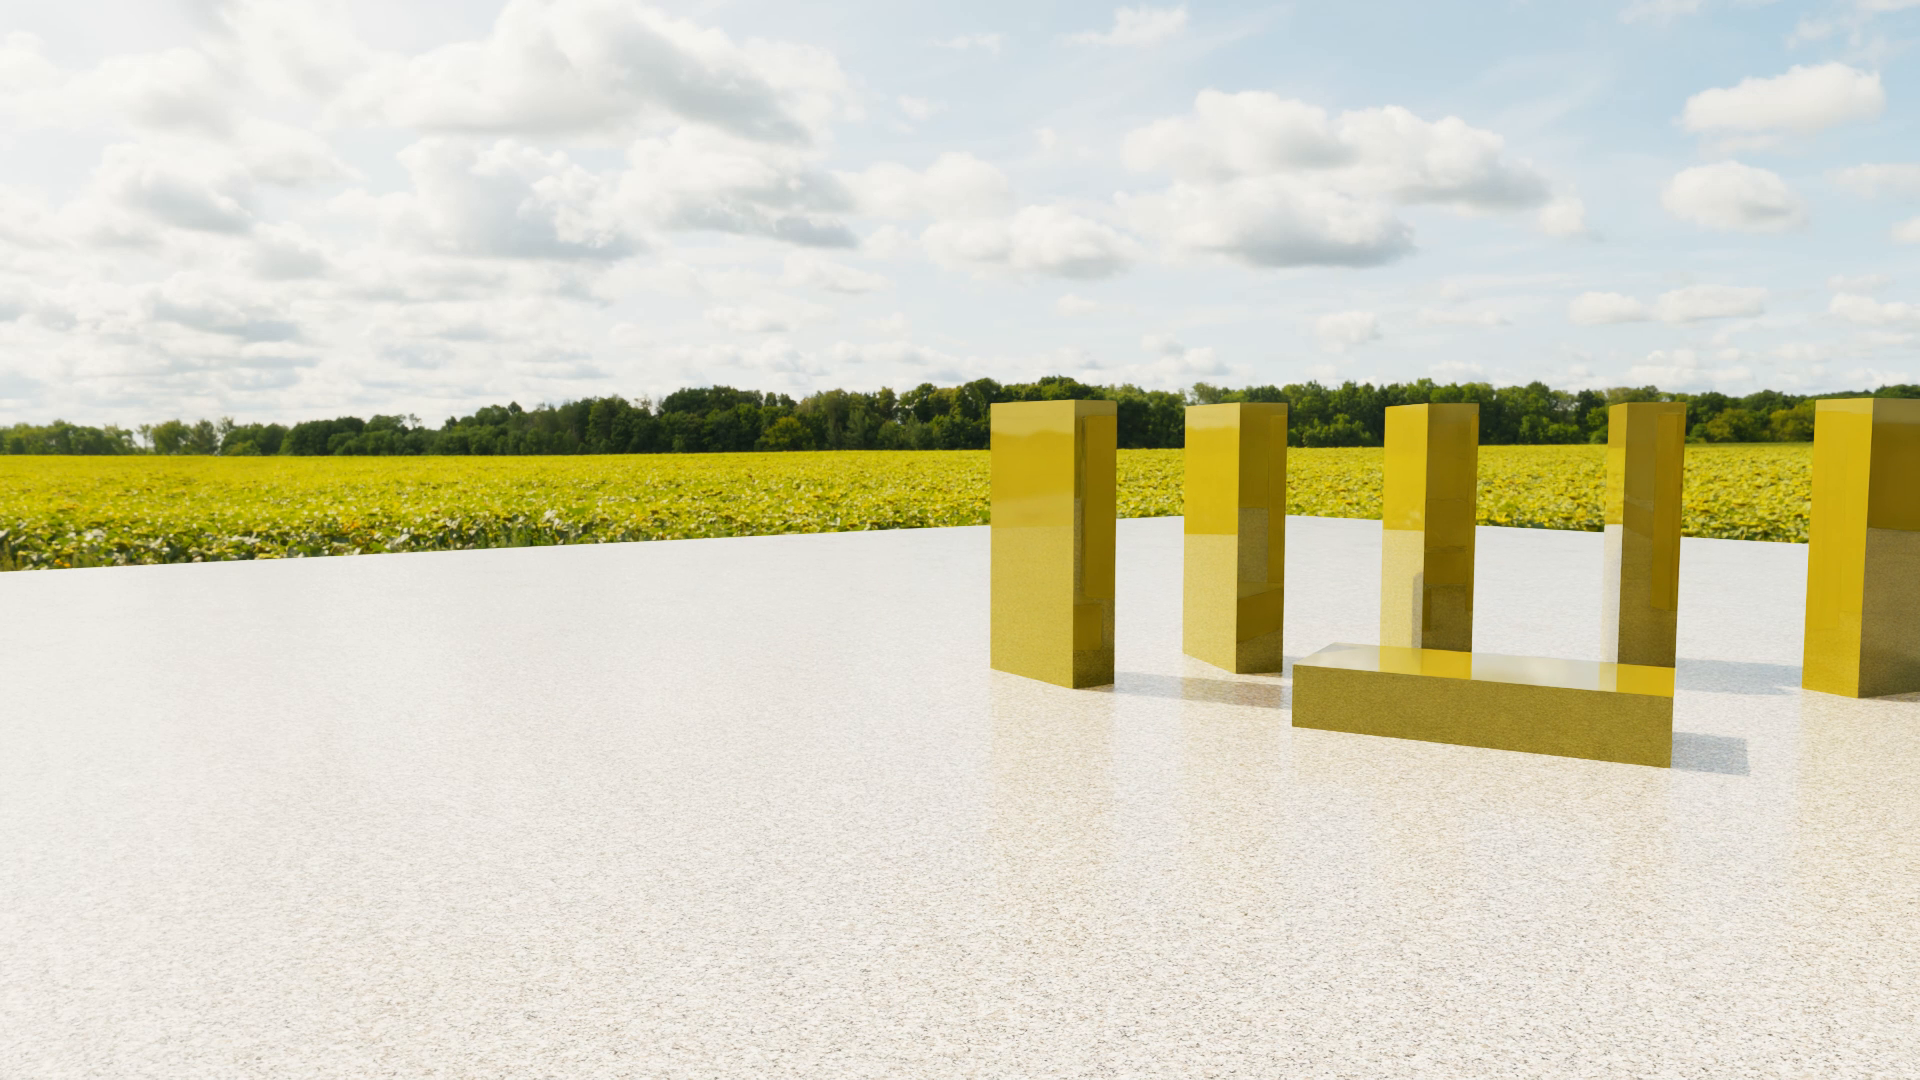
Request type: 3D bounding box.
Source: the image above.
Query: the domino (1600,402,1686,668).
[{"bbox_3d":[0.130,-0.001,0.246,0.009,0.050,0.025,2,5,20],"label":"domino"}]

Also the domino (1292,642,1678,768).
[{"bbox_3d":[0.078,0.024,0.191,0.050,0.009,0.025,2,5,30],"label":"domino"}]

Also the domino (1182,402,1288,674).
[{"bbox_3d":[0.053,-0.001,0.249,0.009,0.050,0.025,-1,4,-13],"label":"domino"}]

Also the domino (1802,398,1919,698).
[{"bbox_3d":[0.160,0.001,0.222,0.025,0.050,0.010,-2,5,-22],"label":"domino"}]

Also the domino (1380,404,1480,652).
[{"bbox_3d":[0.092,-0.001,0.252,0.009,0.050,0.025,0,4,1],"label":"domino"}]

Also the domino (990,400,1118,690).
[{"bbox_3d":[0.017,0.000,0.234,0.010,0.050,0.025,-3,5,-33],"label":"domino"}]
